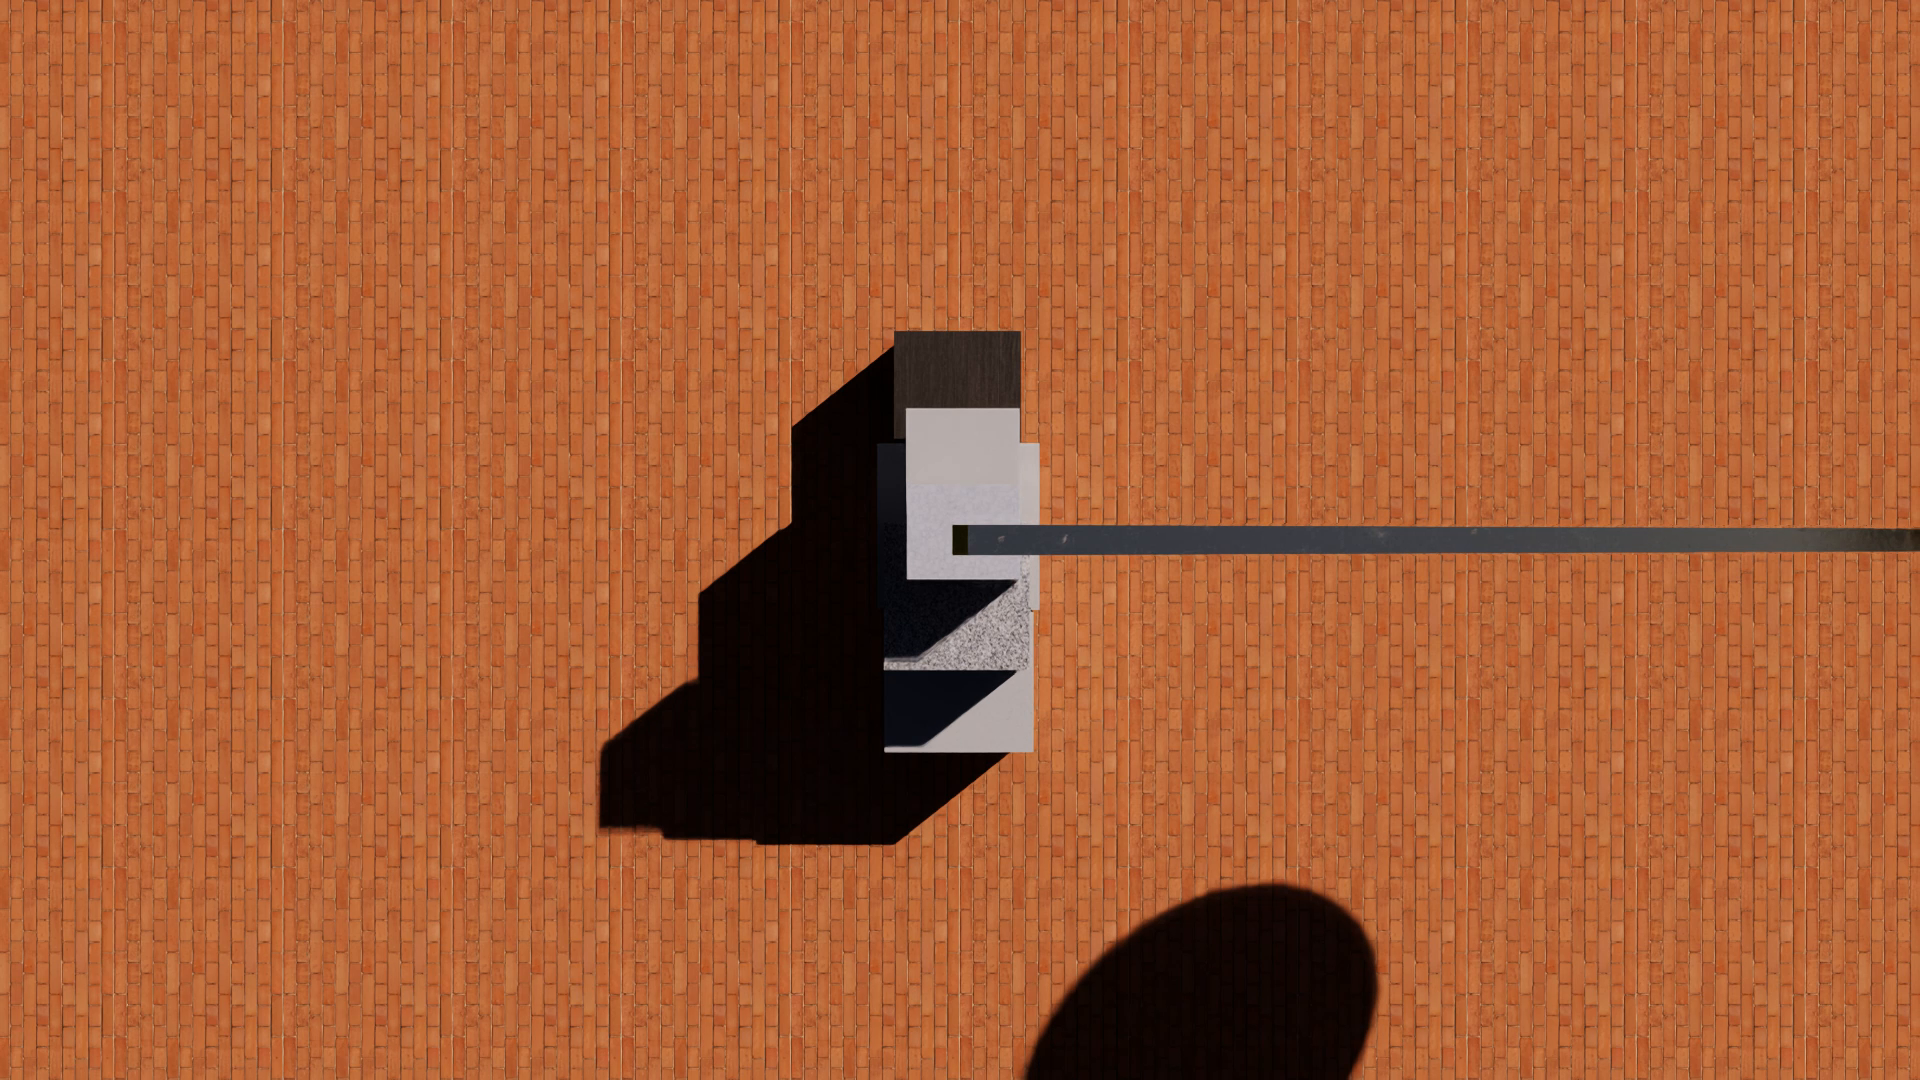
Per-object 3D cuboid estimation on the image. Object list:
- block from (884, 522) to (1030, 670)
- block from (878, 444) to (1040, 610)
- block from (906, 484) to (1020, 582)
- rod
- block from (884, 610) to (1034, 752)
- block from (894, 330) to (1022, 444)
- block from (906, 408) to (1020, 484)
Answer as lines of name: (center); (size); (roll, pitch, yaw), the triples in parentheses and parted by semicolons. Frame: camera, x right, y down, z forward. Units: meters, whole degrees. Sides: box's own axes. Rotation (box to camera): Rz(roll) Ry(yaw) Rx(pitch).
block: (-0.017, 0.301, 11.797); (0.760, 0.635, 0.769); (0, 89, 0)
block: (-0.010, -0.073, 12.561); (0.895, 0.878, 0.919); (0, 90, 0)
block: (0.016, -0.026, 11.194); (0.559, 0.581, 0.473); (0, 87, 0)
rod: (2.234, 0.000, 7.069); (5.200, 0.080, 0.080); (0, 90, -31)
block: (-0.006, 0.783, 12.556); (0.820, 0.888, 0.774); (0, 90, 0)
block: (-0.013, -0.856, 12.649); (0.711, 0.703, 0.627); (0, 90, 0)
block: (0.015, -0.390, 11.851); (0.598, 0.541, 0.604); (0, 90, 0)
